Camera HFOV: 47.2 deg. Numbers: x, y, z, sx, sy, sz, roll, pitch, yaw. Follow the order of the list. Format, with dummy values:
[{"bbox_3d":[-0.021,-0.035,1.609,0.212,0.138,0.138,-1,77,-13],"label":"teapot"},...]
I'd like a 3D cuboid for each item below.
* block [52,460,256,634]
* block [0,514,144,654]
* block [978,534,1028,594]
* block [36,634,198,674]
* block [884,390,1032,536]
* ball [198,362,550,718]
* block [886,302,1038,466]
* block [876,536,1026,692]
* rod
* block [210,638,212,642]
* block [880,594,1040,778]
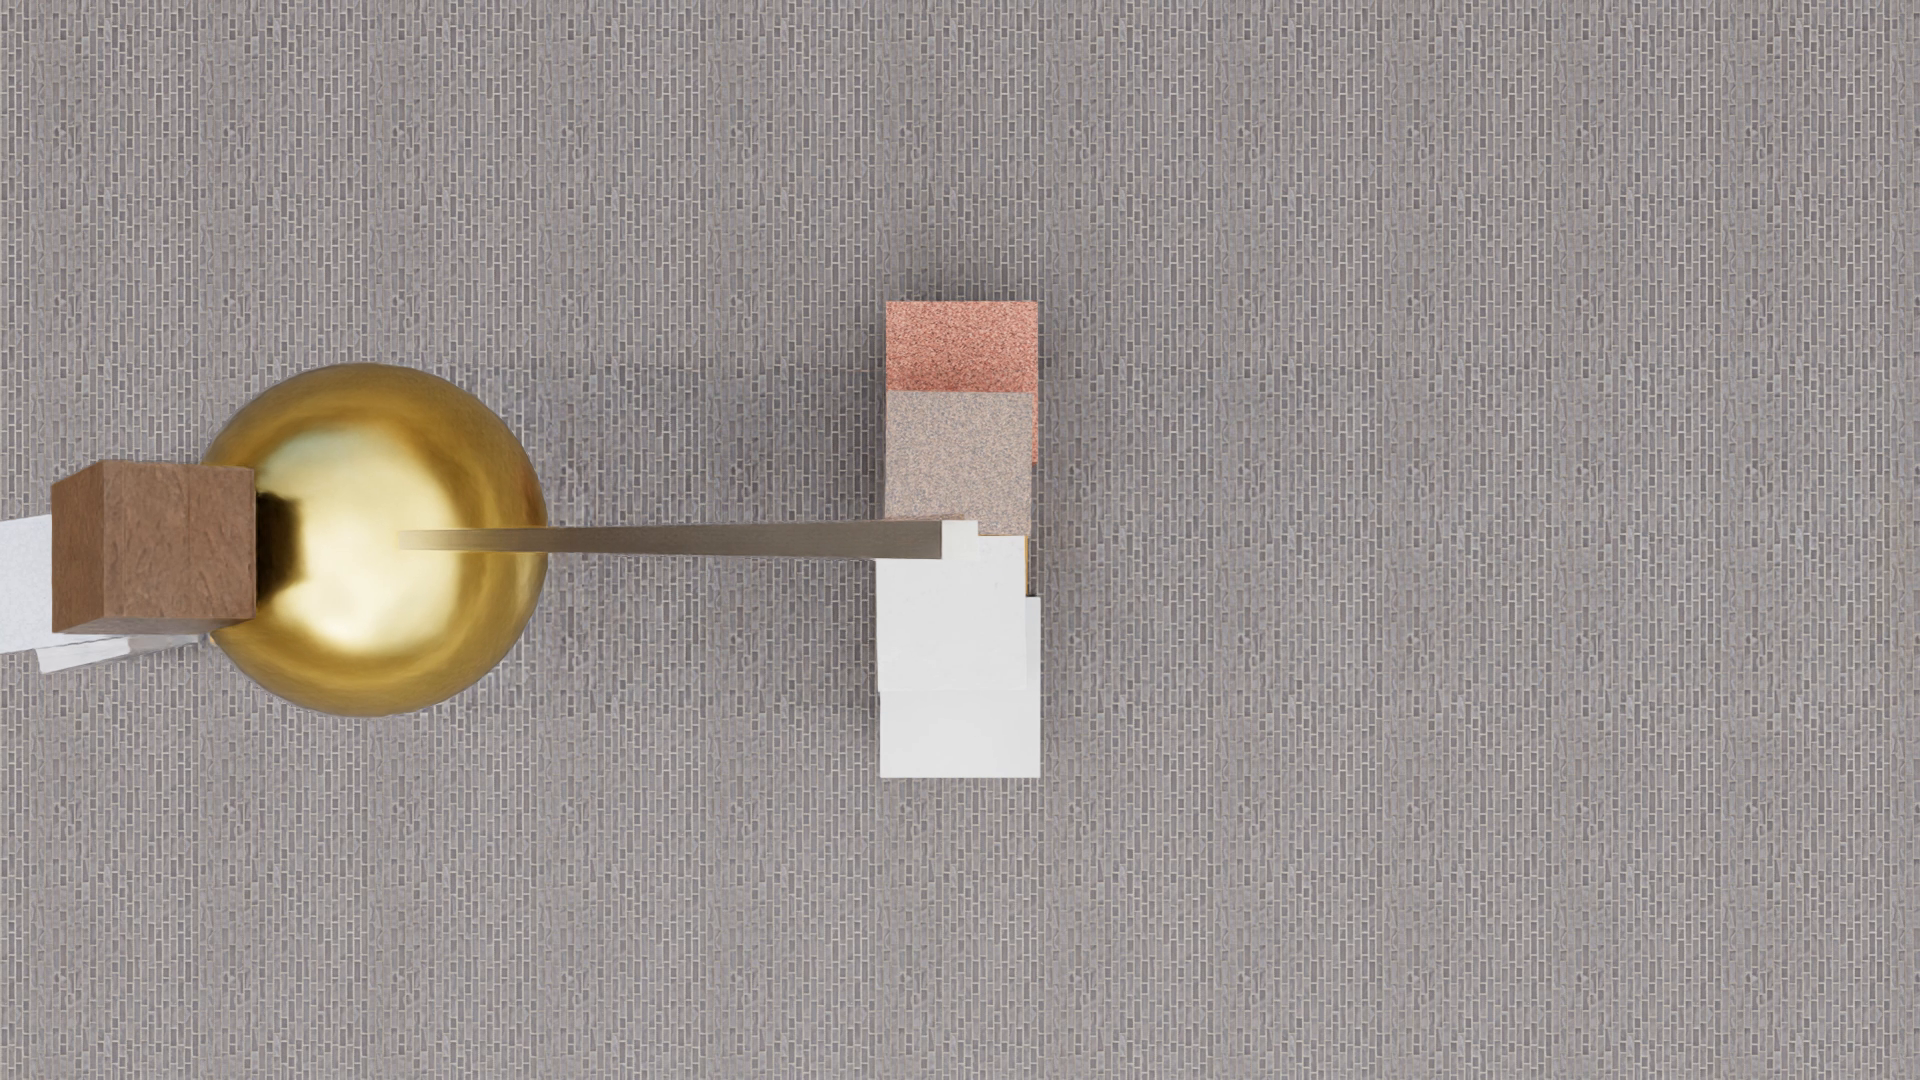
[{"bbox_3d":[-3.258,0.045,8.879,0.594,0.662,0.609,2,81,-38],"label":"block"},{"bbox_3d":[-4.347,0.194,10.834,0.581,0.640,0.624,-8,90,8],"label":"block"},{"bbox_3d":[-0.013,-0.055,12.658,0.785,0.684,0.725,0,90,0],"label":"block"},{"bbox_3d":[-4.883,0.330,12.609,0.585,0.659,0.702,-12,90,14],"label":"block"},{"bbox_3d":[-0.006,-0.401,11.697,0.751,0.767,0.734,1,91,0],"label":"block"},{"bbox_3d":[-2.655,0.000,9.882,1.600,1.600,1.600,0,90,0],"label":"ball"},{"bbox_3d":[0.011,-0.869,12.540,0.832,0.920,0.883,0,90,0],"label":"block"},{"bbox_3d":[-0.045,0.378,11.732,0.766,0.816,0.794,-1,90,0],"label":"block"},{"bbox_3d":[-1.150,0.000,6.833,0.080,5.200,0.080,0,90,-26],"label":"rod"},{"bbox_3d":[-3.832,0.231,12.603,0.659,0.659,0.661,0,92,11],"label":"block"},{"bbox_3d":[0.001,0.814,12.570,0.882,0.860,0.993,0,90,0],"label":"block"}]
